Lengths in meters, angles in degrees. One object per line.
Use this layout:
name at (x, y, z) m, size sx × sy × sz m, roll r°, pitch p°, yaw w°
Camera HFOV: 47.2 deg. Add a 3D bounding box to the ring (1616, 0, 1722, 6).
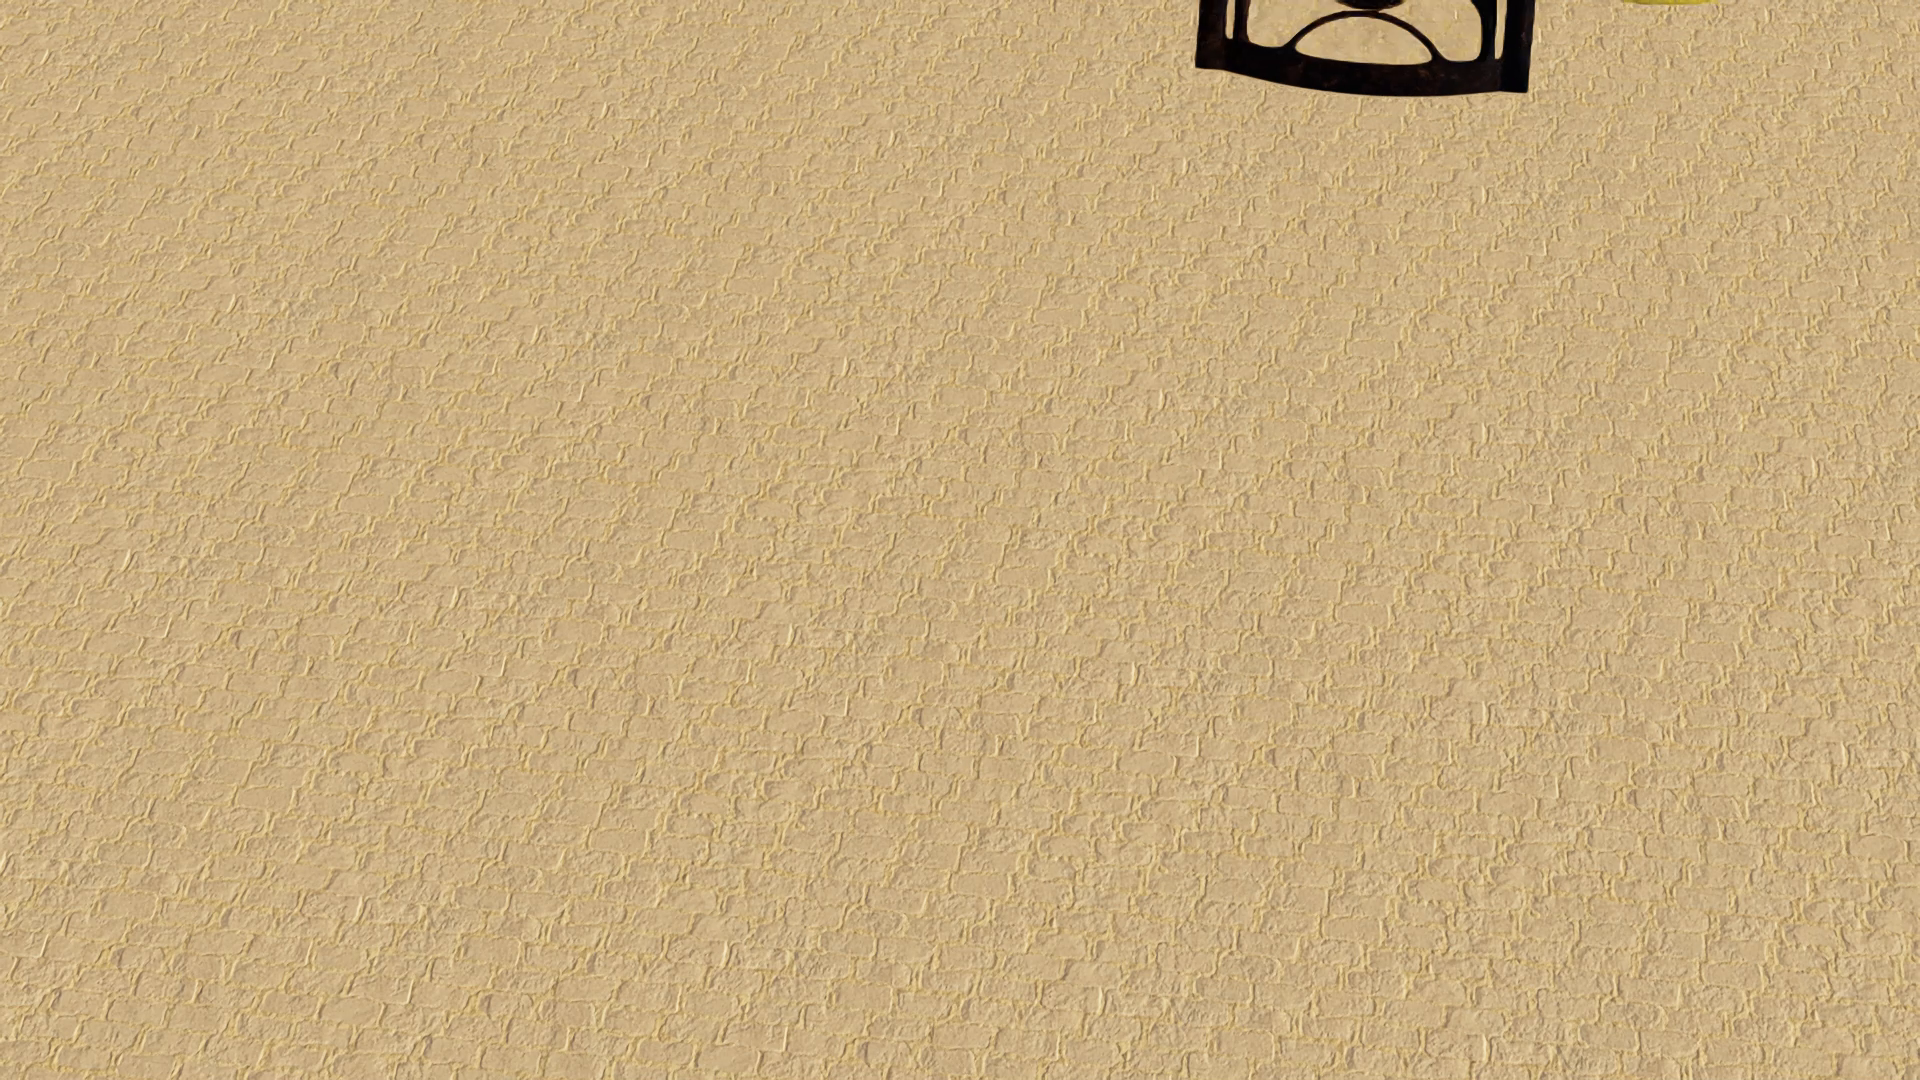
ring at (1.035, -0.852, 3.072) m, size 0.465 × 0.159 × 0.194 m, roll -3°, pitch 84°, yaw 5°
